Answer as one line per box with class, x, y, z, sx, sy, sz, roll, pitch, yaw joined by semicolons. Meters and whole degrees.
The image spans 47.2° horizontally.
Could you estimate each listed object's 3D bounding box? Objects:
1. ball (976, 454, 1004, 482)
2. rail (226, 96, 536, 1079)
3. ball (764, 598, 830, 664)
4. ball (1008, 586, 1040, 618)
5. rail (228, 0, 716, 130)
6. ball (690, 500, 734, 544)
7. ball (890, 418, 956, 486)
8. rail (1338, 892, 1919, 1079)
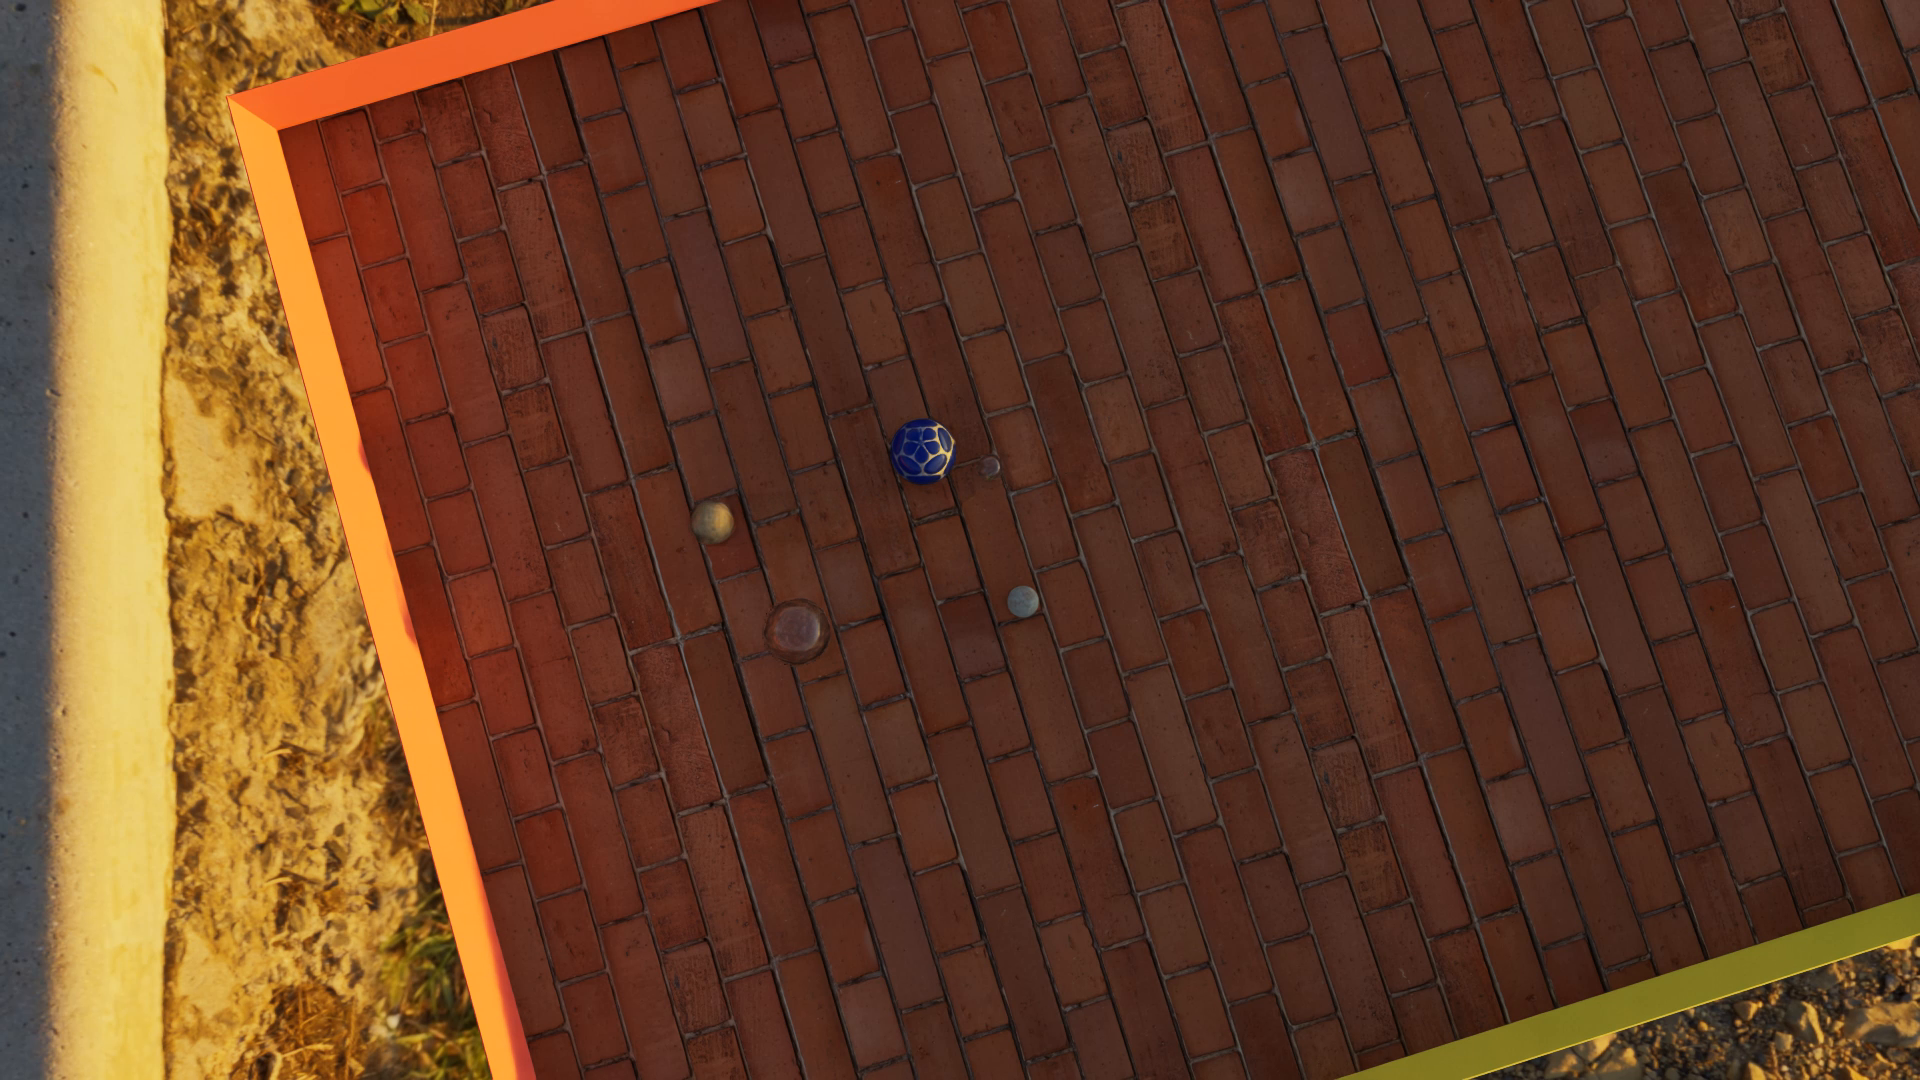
ball;0.045;-0.109;3.301;0.041;0.041;0.041;0;81;0
rail;-0.791;0.238;3.203;0.045;0.129;1.897;-17;82;-3
ball;-0.239;0.134;3.236;0.097;0.097;0.097;0;81;0
ball;0.094;0.091;3.267;0.048;0.048;0.048;0;81;0
rail;0.540;-1.127;3.408;3.406;0.129;0.045;-17;82;-3
ball;-0.369;-0.026;3.276;0.065;0.065;0.065;0;81;0
ball;-0.054;-0.132;3.275;0.099;0.099;0.099;0;81;0
rail;1.087;0.620;3.146;3.406;0.129;0.045;-17;82;-3
